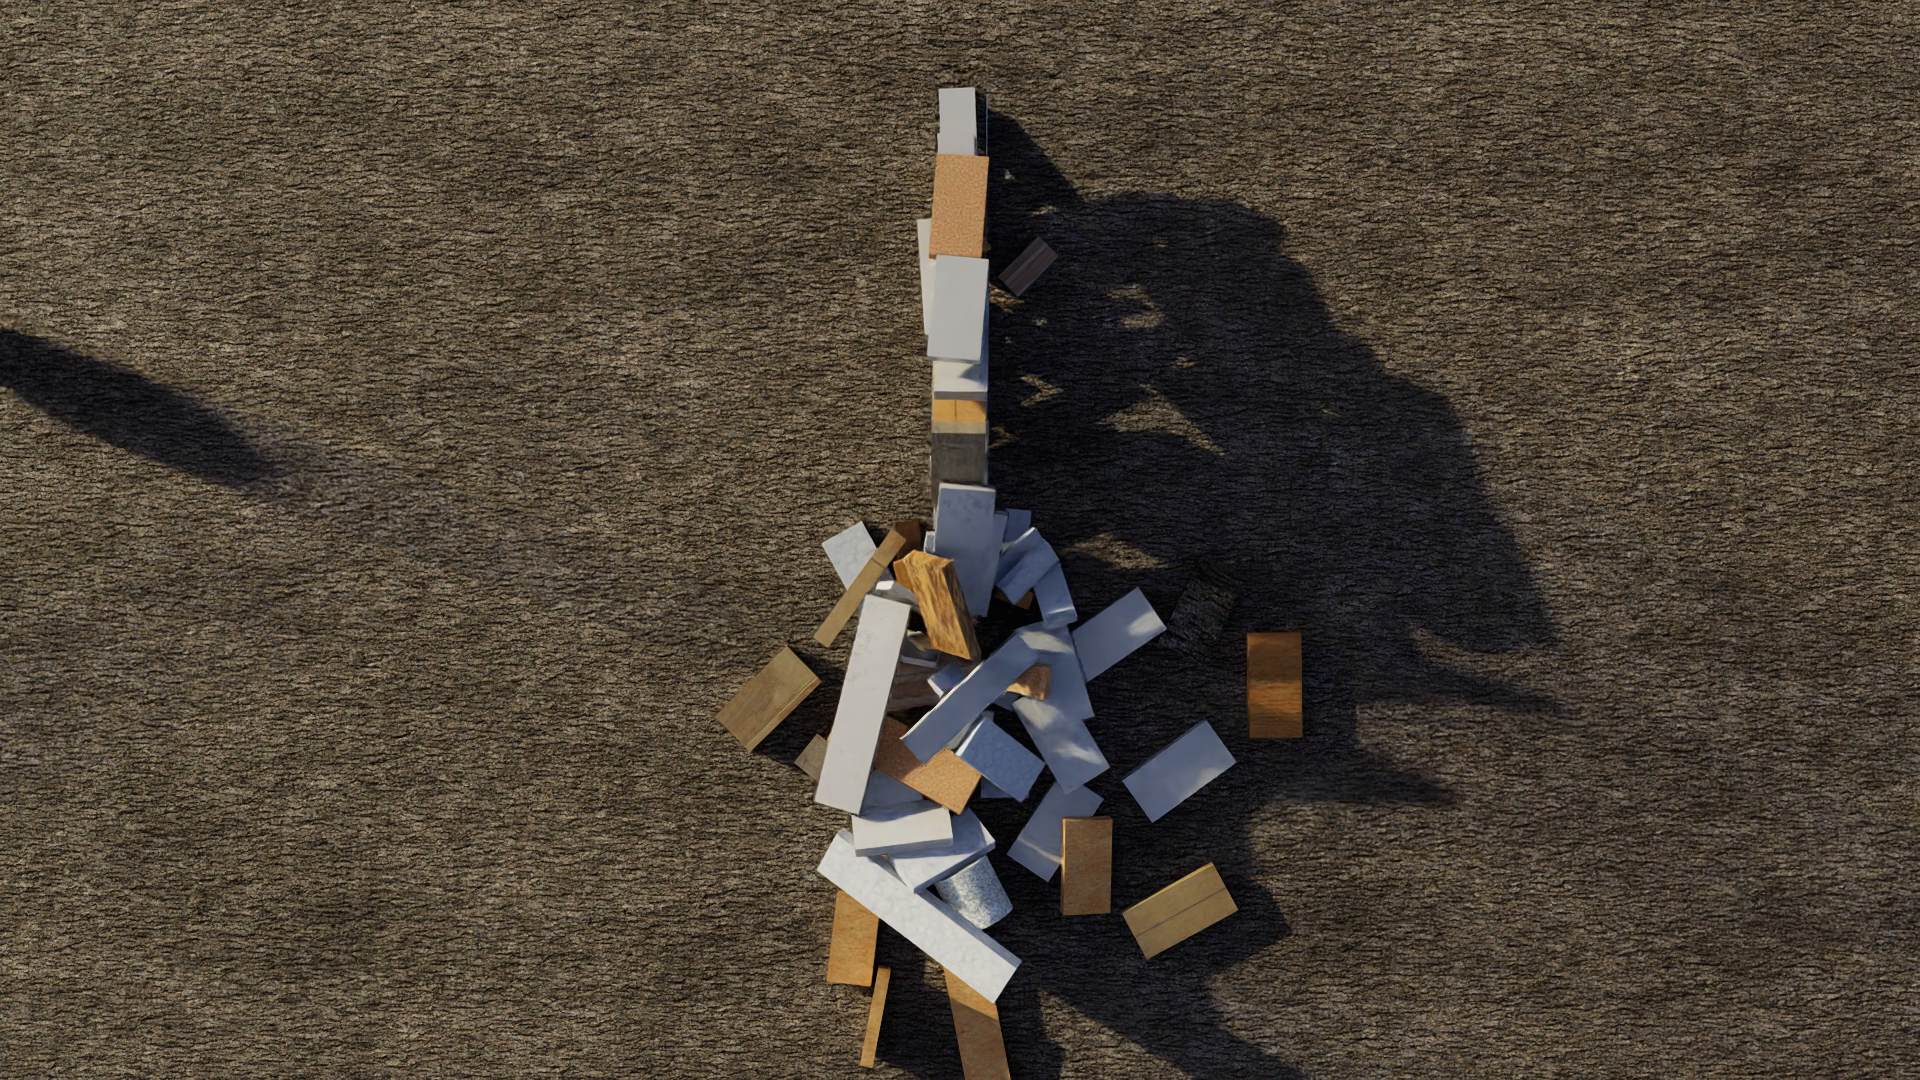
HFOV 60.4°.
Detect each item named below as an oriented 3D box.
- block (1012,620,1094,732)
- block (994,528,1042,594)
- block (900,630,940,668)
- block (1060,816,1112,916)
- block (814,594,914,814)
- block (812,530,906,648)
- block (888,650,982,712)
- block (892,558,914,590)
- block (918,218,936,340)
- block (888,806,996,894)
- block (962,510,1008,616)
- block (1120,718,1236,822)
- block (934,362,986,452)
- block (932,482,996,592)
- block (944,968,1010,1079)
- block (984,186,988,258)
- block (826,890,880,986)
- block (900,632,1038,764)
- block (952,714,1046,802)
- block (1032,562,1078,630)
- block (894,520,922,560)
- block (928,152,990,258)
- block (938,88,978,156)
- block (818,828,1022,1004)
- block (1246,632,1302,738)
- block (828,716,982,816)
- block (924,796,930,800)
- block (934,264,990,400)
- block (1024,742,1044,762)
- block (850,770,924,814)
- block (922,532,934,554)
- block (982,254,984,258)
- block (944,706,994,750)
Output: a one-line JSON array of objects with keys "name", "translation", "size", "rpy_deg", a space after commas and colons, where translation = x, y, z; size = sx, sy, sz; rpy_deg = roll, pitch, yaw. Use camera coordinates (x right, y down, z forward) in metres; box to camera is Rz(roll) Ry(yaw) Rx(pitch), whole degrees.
[{"name": "block", "translation": [0.306, 0.436, 5.407], "size": [0.173, 0.049, 0.347], "rpy_deg": [-16, 84, -3]}, {"name": "block", "translation": [0.193, 0.070, 5.441], "size": [0.218, 0.031, 0.109], "rpy_deg": [-40, 110, -14]}, {"name": "block", "translation": [-0.175, 0.350, 5.438], "size": [0.221, 0.031, 0.111], "rpy_deg": [10, 49, 7]}, {"name": "block", "translation": [0.417, 1.075, 5.446], "size": [0.159, 0.045, 0.318], "rpy_deg": [0, 97, -10]}, {"name": "block", "translation": [-0.313, 0.534, 5.379], "size": [0.153, 0.043, 0.697], "rpy_deg": [14, 90, 10]}, {"name": "block", "translation": [-0.331, 0.160, 5.448], "size": [0.060, 0.017, 0.442], "rpy_deg": [36, 90, 0]}, {"name": "block", "translation": [-0.085, 0.460, 5.465], "size": [0.332, 0.047, 0.166], "rpy_deg": [-9, 87, 3]}, {"name": "block", "translation": [-0.108, 0.101, 5.421], "size": [0.209, 0.030, 0.104], "rpy_deg": [-12, 103, 14]}, {"name": "block", "translation": [-0.040, -0.816, 5.128], "size": [0.162, 0.046, 0.375], "rpy_deg": [-4, 79, -1]}, {"name": "block", "translation": [-0.061, 1.011, 5.381], "size": [0.318, 0.045, 0.159], "rpy_deg": [-26, 55, -22]}, {"name": "block", "translation": [0.031, 0.069, 5.332], "size": [0.175, 0.050, 0.350], "rpy_deg": [7, 108, -14]}, {"name": "block", "translation": [0.725, 0.765, 5.476], "size": [0.344, 0.049, 0.172], "rpy_deg": [-36, 90, 0]}, {"name": "block", "translation": [-0.001, -0.439, 5.181], "size": [0.164, 0.046, 0.328], "rpy_deg": [1, 79, 0]}, {"name": "block", "translation": [0.008, -0.008, 5.221], "size": [0.175, 0.050, 0.350], "rpy_deg": [3, 114, -6]}, {"name": "block", "translation": [0.133, 1.996, 5.479], "size": [0.147, 0.042, 1.428], "rpy_deg": [-11, 90, 0]}, {"name": "block", "translation": [0.007, -1.089, 5.396], "size": [0.163, 0.046, 0.327], "rpy_deg": [1, 110, -1]}, {"name": "block", "translation": [-0.351, 1.323, 5.479], "size": [0.147, 0.042, 0.294], "rpy_deg": [7, 90, 0]}, {"name": "block", "translation": [0.032, 0.506, 5.284], "size": [0.503, 0.031, 0.111], "rpy_deg": [-43, 101, -5]}, {"name": "block", "translation": [0.130, 0.711, 5.362], "size": [0.307, 0.043, 0.153], "rpy_deg": [40, 76, -30]}, {"name": "block", "translation": [0.306, 0.184, 5.427], "size": [0.109, 0.031, 0.218], "rpy_deg": [-16, 57, 0]}, {"name": "block", "translation": [-0.169, 0.037, 5.488], "size": [0.086, 0.024, 0.200], "rpy_deg": [-6, 90, 0]}, {"name": "block", "translation": [-0.003, -1.030, 5.113], "size": [0.162, 0.046, 0.325], "rpy_deg": [4, 82, 1]}, {"name": "block", "translation": [-0.006, -1.316, 5.223], "size": [0.114, 0.032, 0.229], "rpy_deg": [-2, 83, 0]}, {"name": "block", "translation": [-0.137, 1.218, 5.360], "size": [0.722, 0.049, 0.172], "rpy_deg": [35, 119, 12]}, {"name": "block", "translation": [1.043, 0.480, 5.475], "size": [0.173, 0.049, 0.346], "rpy_deg": [-1, 90, 0]}, {"name": "block", "translation": [-0.177, 0.708, 5.415], "size": [0.502, 0.047, 0.166], "rpy_deg": [28, 77, 10]}, {"name": "block", "translation": [-0.111, 0.792, 5.482], "size": [0.248, 0.035, 0.124], "rpy_deg": [19, 90, 0]}, {"name": "block", "translation": [0.007, -0.660, 5.194], "size": [0.164, 0.046, 0.500], "rpy_deg": [1, 60, 0]}, {"name": "block", "translation": [0.200, 0.735, 5.470], "size": [0.158, 0.022, 0.079], "rpy_deg": [-22, 90, -14]}, {"name": "block", "translation": [-0.253, 0.819, 5.447], "size": [0.248, 0.035, 0.124], "rpy_deg": [-10, 90, 0]}, {"name": "block", "translation": [-0.073, 0.080, 5.357], "size": [0.104, 0.030, 0.209], "rpy_deg": [5, 108, -13]}, {"name": "block", "translation": [0.012, -0.756, 5.206], "size": [0.095, 0.027, 0.390], "rpy_deg": [4, 60, 3]}, {"name": "block", "translation": [0.030, 0.617, 5.429], "size": [0.141, 0.141, 0.141], "rpy_deg": [10, 90, 0]}]
